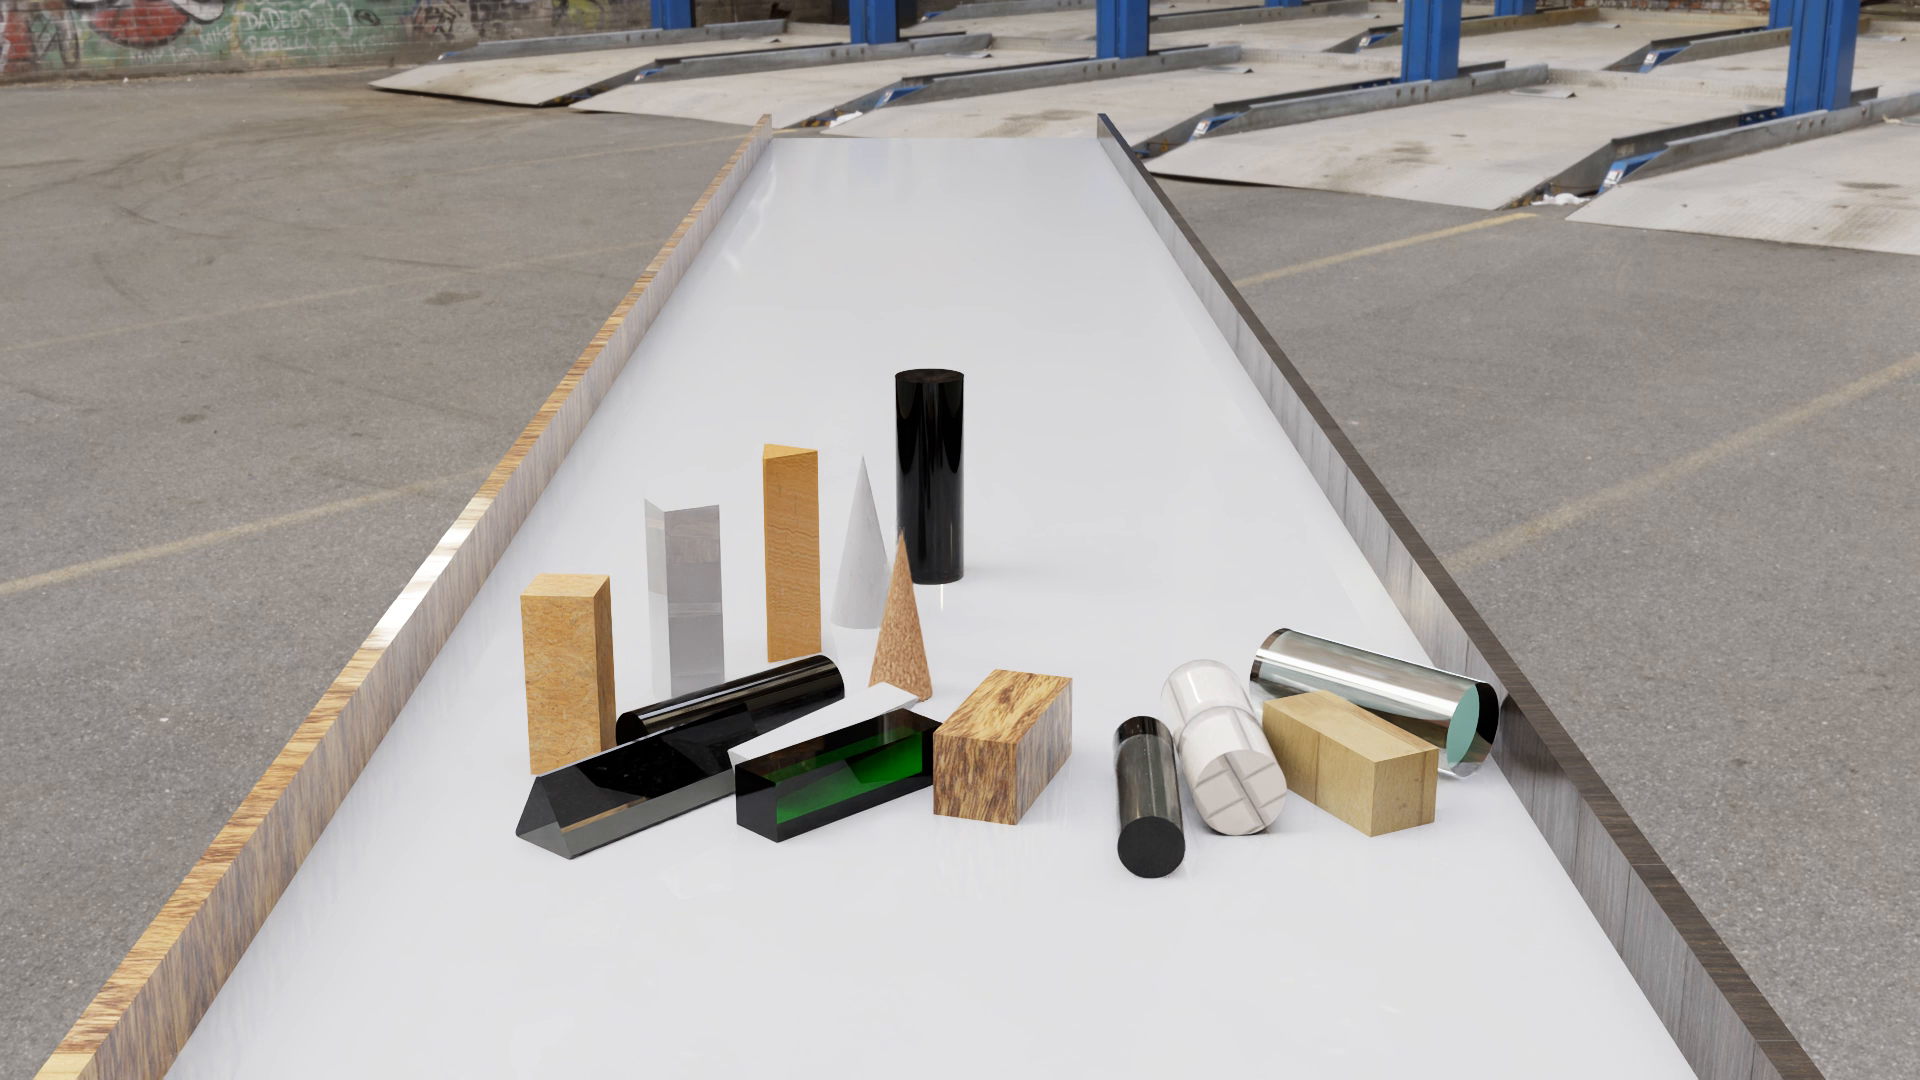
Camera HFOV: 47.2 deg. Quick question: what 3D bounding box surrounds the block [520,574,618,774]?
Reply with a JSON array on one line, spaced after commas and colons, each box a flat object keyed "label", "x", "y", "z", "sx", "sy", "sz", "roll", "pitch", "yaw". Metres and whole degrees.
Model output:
[{"label": "block", "x": -0.683, "y": 0.235, "z": 3.856, "sx": 0.127, "sy": 0.330, "sz": 0.127, "roll": 1, "pitch": 17, "yaw": 4}]

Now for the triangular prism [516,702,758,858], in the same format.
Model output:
[{"label": "triangular prism", "x": -0.526, "y": 0.388, "z": 3.695, "sx": 0.142, "sy": 0.123, "sz": 0.448, "roll": 14, "pitch": 21, "yaw": 40}]

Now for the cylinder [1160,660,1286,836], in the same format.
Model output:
[{"label": "cylinder", "x": 0.448, "y": 0.349, "z": 3.784, "sx": 0.151, "sy": 0.151, "sz": 0.434, "roll": -1, "pitch": 17, "yaw": -2}]

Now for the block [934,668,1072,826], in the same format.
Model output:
[{"label": "block", "x": 0.078, "y": 0.352, "z": 3.790, "sx": 0.145, "sy": 0.145, "sz": 0.332, "roll": 6, "pitch": 17, "yaw": 18}]

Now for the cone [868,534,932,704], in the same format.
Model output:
[{"label": "cone", "x": -0.112, "y": 0.135, "z": 4.168, "sx": 0.127, "sy": 0.336, "sz": 0.127, "roll": 1, "pitch": 21, "yaw": 0}]

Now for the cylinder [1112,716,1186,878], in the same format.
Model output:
[{"label": "cylinder", "x": 0.309, "y": 0.418, "z": 3.634, "sx": 0.107, "sy": 0.107, "sz": 0.431, "roll": 1, "pitch": 17, "yaw": 3}]

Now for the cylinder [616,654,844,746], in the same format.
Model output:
[{"label": "cylinder", "x": -0.410, "y": 0.313, "z": 3.975, "sx": 0.433, "sy": 0.114, "sz": 0.114, "roll": -15, "pitch": 22, "yaw": -41}]

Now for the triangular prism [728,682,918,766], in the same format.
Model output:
[{"label": "triangular prism", "x": -0.245, "y": 0.337, "z": 3.892, "sx": 0.075, "sy": 0.087, "sz": 0.418, "roll": 49, "pitch": 37, "yaw": 16}]

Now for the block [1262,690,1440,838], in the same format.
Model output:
[{"label": "block", "x": 0.657, "y": 0.375, "z": 3.735, "sx": 0.132, "sy": 0.132, "sz": 0.311, "roll": -8, "pitch": 19, "yaw": -26}]

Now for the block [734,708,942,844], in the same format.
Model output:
[{"label": "block", "x": -0.199, "y": 0.394, "z": 3.717, "sx": 0.375, "sy": 0.106, "sz": 0.106, "roll": -15, "pitch": 23, "yaw": -42}]

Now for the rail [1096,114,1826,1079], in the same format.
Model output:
[{"label": "rail", "x": 0.932, "y": -0.844, "z": 7.801, "sx": 0.050, "sy": 0.150, "sz": 12.000, "roll": 0, "pitch": 17, "yaw": -1}]

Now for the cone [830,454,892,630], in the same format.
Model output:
[{"label": "cone", "x": -0.202, "y": -0.008, "z": 4.621, "sx": 0.153, "sy": 0.361, "sz": 0.153, "roll": 0, "pitch": 17, "yaw": 0}]

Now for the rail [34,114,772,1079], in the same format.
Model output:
[{"label": "rail", "x": -1.118, "y": -0.838, "z": 7.780, "sx": 0.050, "sy": 0.150, "sz": 12.000, "roll": 0, "pitch": 17, "yaw": -1}]

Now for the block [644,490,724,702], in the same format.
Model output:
[{"label": "block", "x": -0.519, "y": 0.115, "z": 4.156, "sx": 0.108, "sy": 0.391, "sz": 0.108, "roll": -8, "pitch": 18, "yaw": -26}]

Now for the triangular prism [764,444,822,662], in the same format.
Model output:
[{"label": "triangular prism", "x": -0.360, "y": 0.022, "z": 4.415, "sx": 0.121, "sy": 0.421, "sz": 0.105, "roll": -10, "pitch": 19, "yaw": -31}]

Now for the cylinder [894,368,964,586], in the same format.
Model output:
[{"label": "cylinder", "x": -0.067, "y": -0.141, "z": 4.897, "sx": 0.154, "sy": 0.459, "sz": 0.154, "roll": 0, "pitch": 17, "yaw": 0}]

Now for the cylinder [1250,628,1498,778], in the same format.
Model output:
[{"label": "cylinder", "x": 0.740, "y": 0.288, "z": 3.958, "sx": 0.418, "sy": 0.171, "sz": 0.171, "roll": 15, "pitch": 22, "yaw": 42}]
